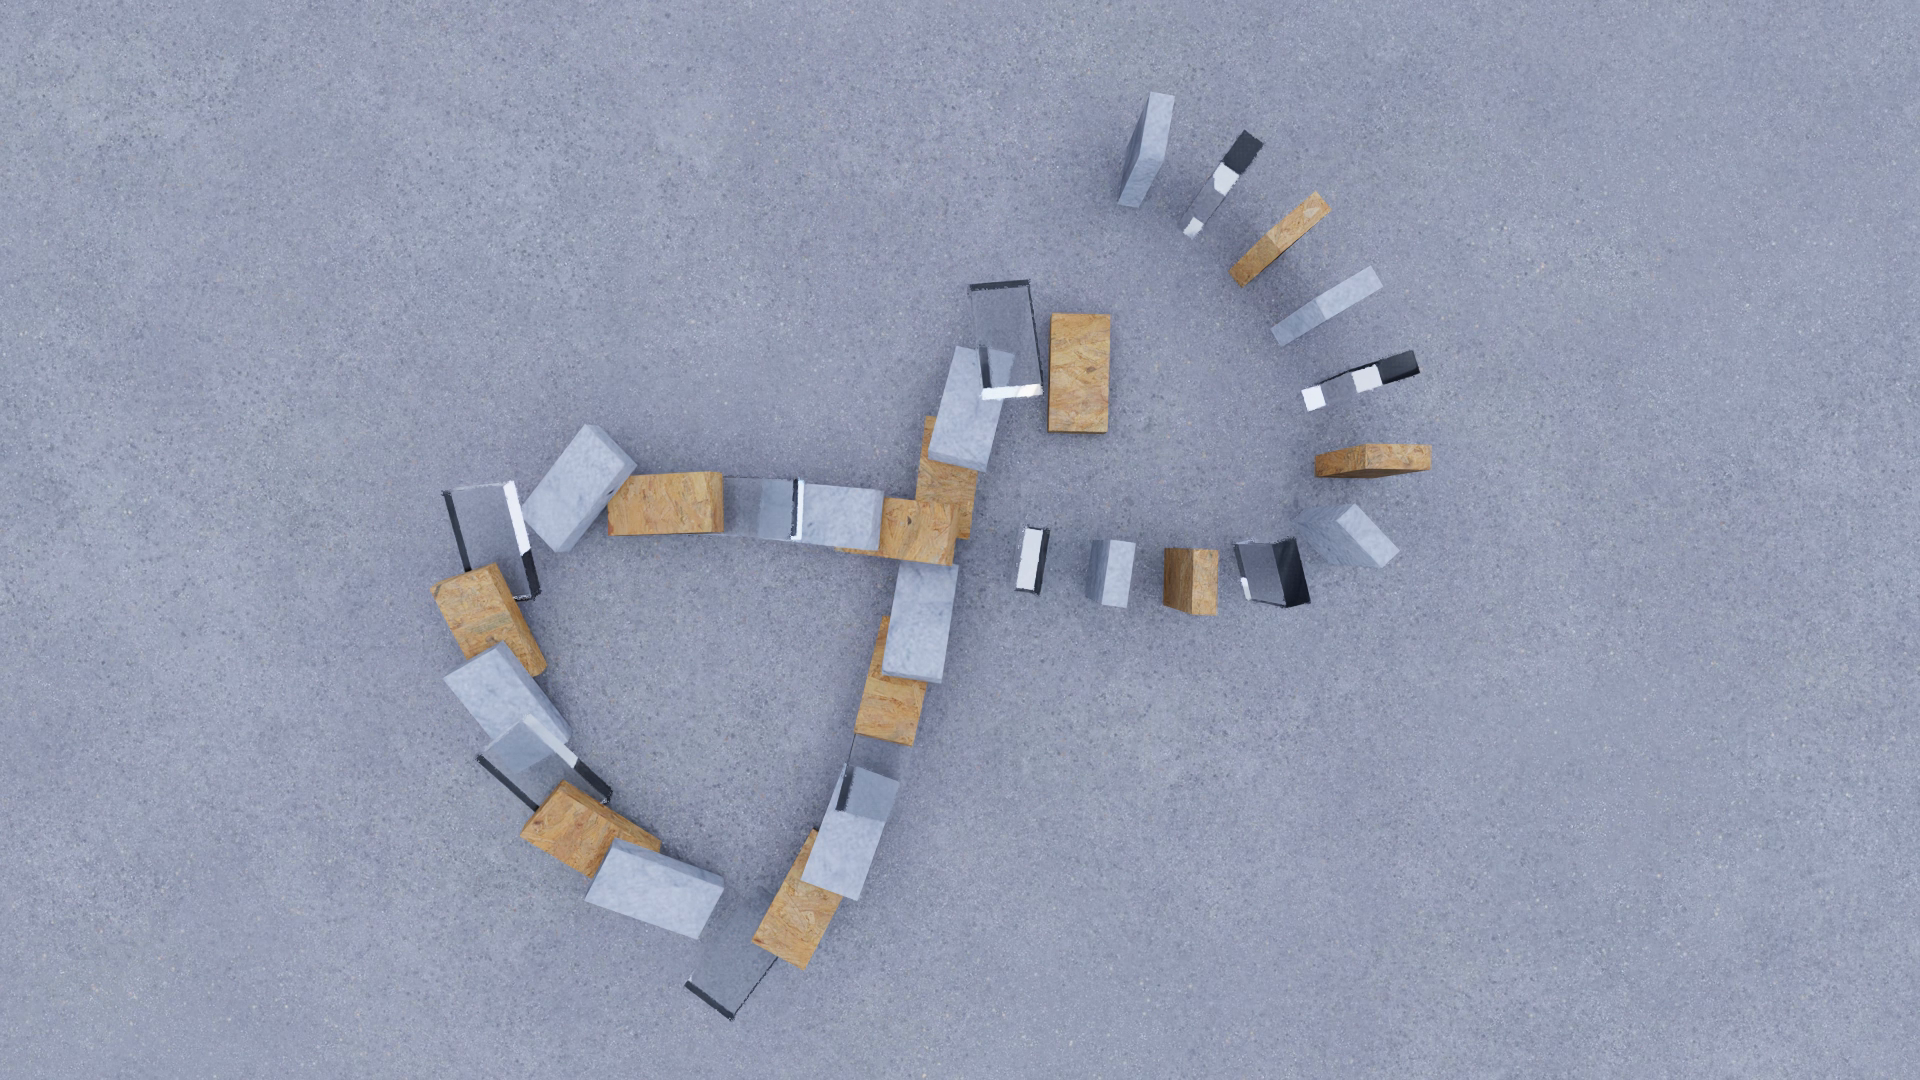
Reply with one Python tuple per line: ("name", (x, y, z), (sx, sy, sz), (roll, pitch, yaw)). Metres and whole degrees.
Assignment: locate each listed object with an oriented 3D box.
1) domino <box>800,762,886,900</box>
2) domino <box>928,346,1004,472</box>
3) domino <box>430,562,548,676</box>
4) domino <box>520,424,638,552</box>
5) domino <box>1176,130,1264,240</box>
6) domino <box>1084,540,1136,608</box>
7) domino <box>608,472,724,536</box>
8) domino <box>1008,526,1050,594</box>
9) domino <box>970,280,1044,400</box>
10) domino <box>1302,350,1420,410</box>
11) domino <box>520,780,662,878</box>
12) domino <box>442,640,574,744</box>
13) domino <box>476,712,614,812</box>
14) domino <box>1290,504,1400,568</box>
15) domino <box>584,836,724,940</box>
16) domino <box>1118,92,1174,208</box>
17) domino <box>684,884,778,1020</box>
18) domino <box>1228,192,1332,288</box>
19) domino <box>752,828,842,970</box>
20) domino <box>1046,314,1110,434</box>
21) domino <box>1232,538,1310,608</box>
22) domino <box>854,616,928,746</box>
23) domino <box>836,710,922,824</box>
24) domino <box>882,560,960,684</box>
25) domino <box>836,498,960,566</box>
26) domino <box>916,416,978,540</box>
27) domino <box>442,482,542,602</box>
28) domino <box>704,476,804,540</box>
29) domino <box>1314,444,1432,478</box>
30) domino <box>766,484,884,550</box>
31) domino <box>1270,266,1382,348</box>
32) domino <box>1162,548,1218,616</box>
("domino", (-0.046, 0.123, 0.388), (0.025, 0.010, 0.050), (20, 73, 0))
("domino", (0.005, -0.056, 0.387), (0.025, 0.010, 0.050), (13, 72, 2))
("domino", (-0.199, 0.037, 0.388), (0.025, 0.009, 0.050), (-19, 107, 0))
("domino", (-0.162, -0.022, 0.389), (0.025, 0.010, 0.050), (44, 101, 9))
("domino", (0.105, -0.144, 0.375), (0.009, 0.050, 0.025), (36, 90, 0))
("domino", (0.061, 0.013, 0.375), (0.010, 0.050, 0.025), (8, 90, 0))
("domino", (-0.125, -0.015, 0.388), (0.050, 0.010, 0.025), (-2, 89, 17))
("domino", (0.028, 0.008, 0.375), (0.010, 0.050, 0.025), (9, 90, 0))
("domino", (0.019, -0.085, 0.387), (0.025, 0.010, 0.050), (-5, 72, -3))
("domino", (0.163, -0.065, 0.375), (0.025, 0.050, 0.009), (-17, 90, 0))
("domino", (-0.156, 0.126, 0.388), (0.050, 0.010, 0.025), (40, 91, -17))
("domino", (-0.190, 0.070, 0.388), (0.025, 0.009, 0.050), (-29, 108, 0))
("domino", (-0.175, 0.100, 0.388), (0.025, 0.009, 0.050), (-39, 108, 0))
("domino", (0.156, -0.002, 0.375), (0.009, 0.050, 0.025), (-44, 90, 0))
("domino", (-0.129, 0.148, 0.388), (0.050, 0.010, 0.025), (28, 91, -17))
("domino", (0.075, -0.158, 0.375), (0.010, 0.050, 0.025), (10, 90, 0))
("domino", (-0.093, 0.178, 0.395), (0.025, 0.009, 0.050), (37, 90, 0))
("domino", (0.130, -0.122, 0.375), (0.025, 0.050, 0.010), (-40, 90, 0))
("domino", (-0.064, 0.151, 0.389), (0.025, 0.009, 0.050), (29, 74, 0))
("domino", (0.051, -0.071, 0.395), (0.025, 0.010, 0.050), (1, 90, 0))
("domino", (0.127, 0.013, 0.375), (0.010, 0.050, 0.025), (-14, 90, 0))
("domino", (-0.026, 0.060, 0.388), (0.025, 0.009, 0.050), (13, 73, 0))
("domino", (-0.034, 0.092, 0.388), (0.025, 0.009, 0.050), (13, 73, 0))
("domino", (-0.016, 0.033, 0.386), (0.025, 0.010, 0.050), (9, 68, 0))
("domino", (-0.027, -0.005, 0.387), (0.050, 0.009, 0.025), (7, 88, 19))
("domino", (-0.005, -0.027, 0.395), (0.025, 0.009, 0.050), (7, 90, 0))
("domino", (-0.198, 0.002, 0.388), (0.025, 0.010, 0.050), (-6, 107, 0))
("domino", (-0.091, -0.014, 0.388), (0.050, 0.010, 0.025), (3, 90, 17))
("domino", (0.168, -0.032, 0.375), (0.025, 0.050, 0.009), (1, 90, 0))
("domino", (-0.058, -0.010, 0.387), (0.050, 0.010, 0.025), (6, 90, 19))
("domino", (0.149, -0.095, 0.375), (0.025, 0.050, 0.009), (-30, 90, 0))
("domino", (0.094, 0.016, 0.375), (0.009, 0.050, 0.025), (2, 90, 0))
